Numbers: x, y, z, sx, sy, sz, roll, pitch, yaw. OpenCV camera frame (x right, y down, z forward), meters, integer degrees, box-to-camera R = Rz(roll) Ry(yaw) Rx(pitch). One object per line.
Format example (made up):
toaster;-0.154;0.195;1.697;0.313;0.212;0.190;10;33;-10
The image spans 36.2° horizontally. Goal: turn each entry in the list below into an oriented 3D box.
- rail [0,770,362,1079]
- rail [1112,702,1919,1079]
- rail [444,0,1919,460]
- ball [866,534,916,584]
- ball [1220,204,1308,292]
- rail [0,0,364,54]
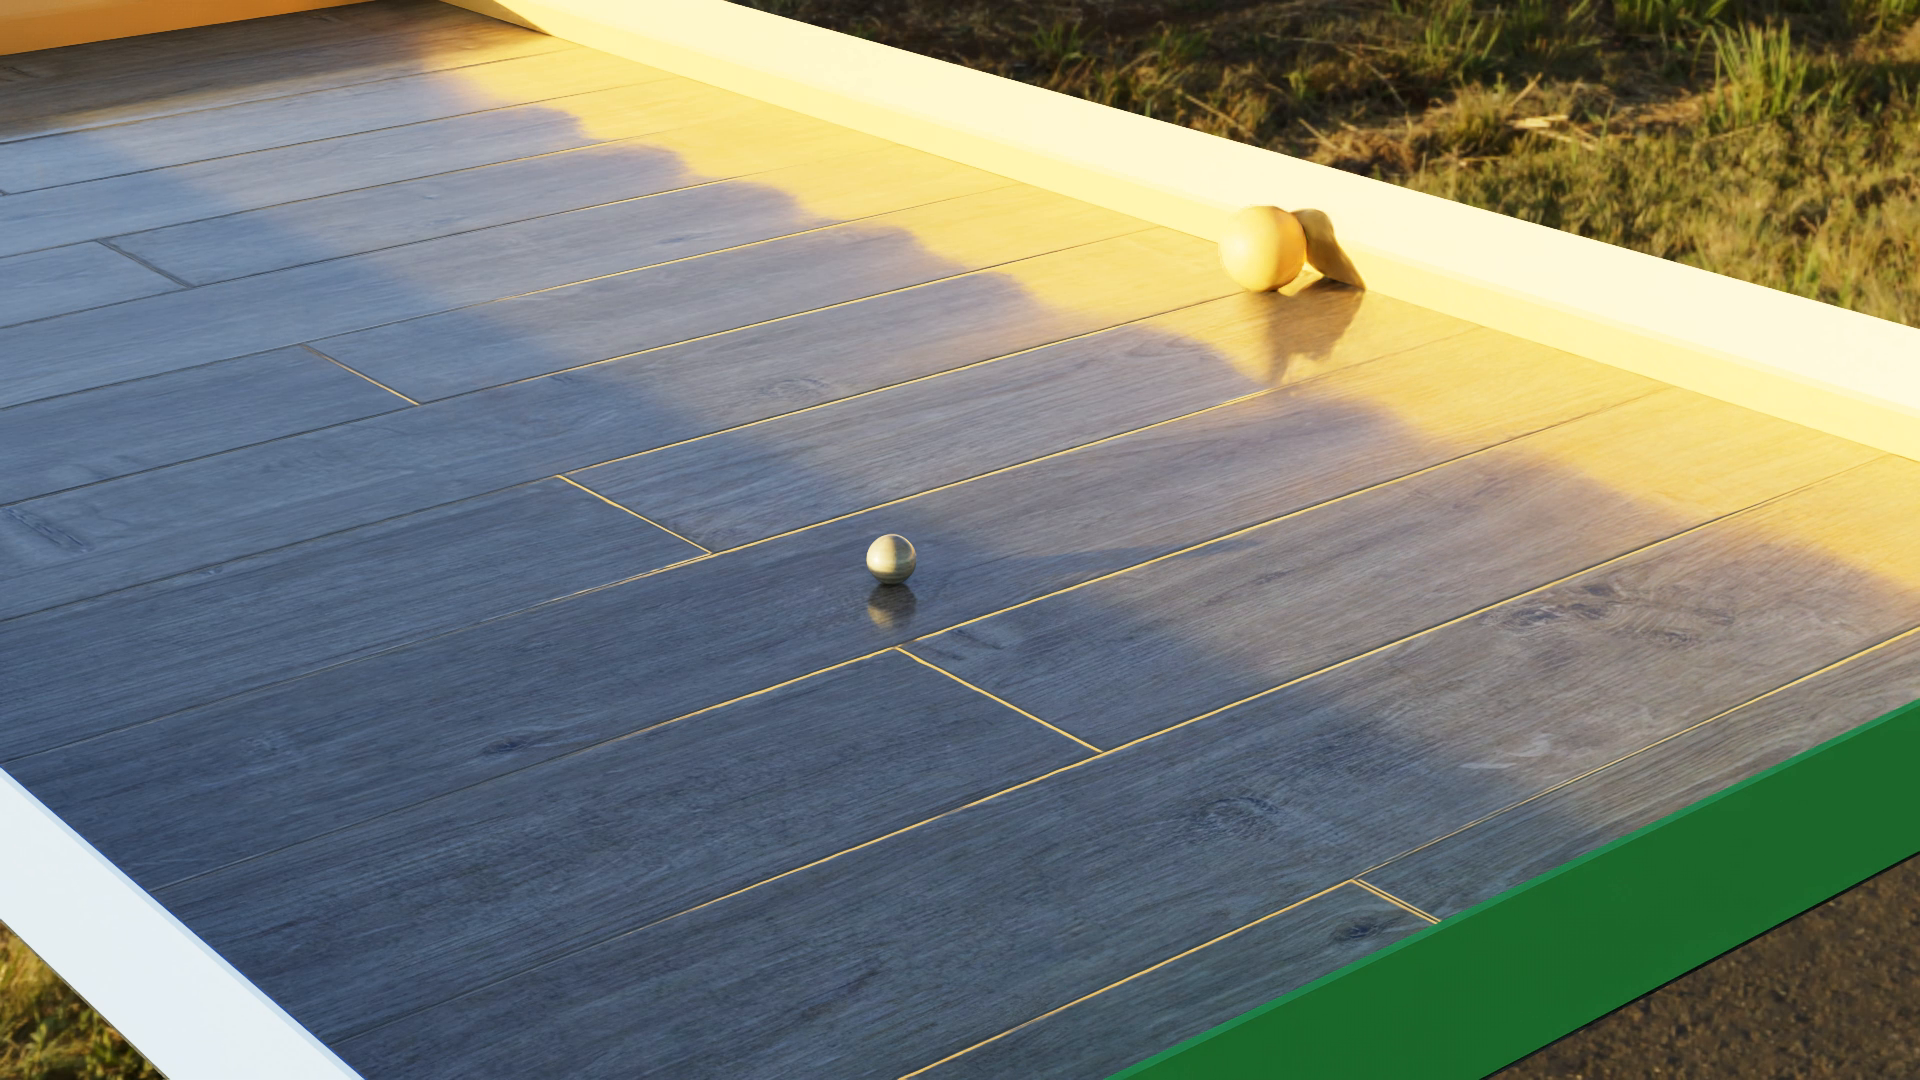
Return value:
rail;-1.163;-0.061;2.548;0.045;0.123;3.225;-17;28;-36
rail;0.498;0.198;1.908;1.732;0.123;0.045;-17;28;-36
rail;0.137;-0.464;3.541;0.045;0.123;3.225;-17;28;-36
ball;-0.057;0.016;2.467;0.042;0.042;0.042;0;22;0
ball;0.334;-0.320;3.226;0.095;0.095;0.095;0;22;0
rail;-1.523;-0.723;4.181;1.732;0.123;0.045;-17;28;-36
